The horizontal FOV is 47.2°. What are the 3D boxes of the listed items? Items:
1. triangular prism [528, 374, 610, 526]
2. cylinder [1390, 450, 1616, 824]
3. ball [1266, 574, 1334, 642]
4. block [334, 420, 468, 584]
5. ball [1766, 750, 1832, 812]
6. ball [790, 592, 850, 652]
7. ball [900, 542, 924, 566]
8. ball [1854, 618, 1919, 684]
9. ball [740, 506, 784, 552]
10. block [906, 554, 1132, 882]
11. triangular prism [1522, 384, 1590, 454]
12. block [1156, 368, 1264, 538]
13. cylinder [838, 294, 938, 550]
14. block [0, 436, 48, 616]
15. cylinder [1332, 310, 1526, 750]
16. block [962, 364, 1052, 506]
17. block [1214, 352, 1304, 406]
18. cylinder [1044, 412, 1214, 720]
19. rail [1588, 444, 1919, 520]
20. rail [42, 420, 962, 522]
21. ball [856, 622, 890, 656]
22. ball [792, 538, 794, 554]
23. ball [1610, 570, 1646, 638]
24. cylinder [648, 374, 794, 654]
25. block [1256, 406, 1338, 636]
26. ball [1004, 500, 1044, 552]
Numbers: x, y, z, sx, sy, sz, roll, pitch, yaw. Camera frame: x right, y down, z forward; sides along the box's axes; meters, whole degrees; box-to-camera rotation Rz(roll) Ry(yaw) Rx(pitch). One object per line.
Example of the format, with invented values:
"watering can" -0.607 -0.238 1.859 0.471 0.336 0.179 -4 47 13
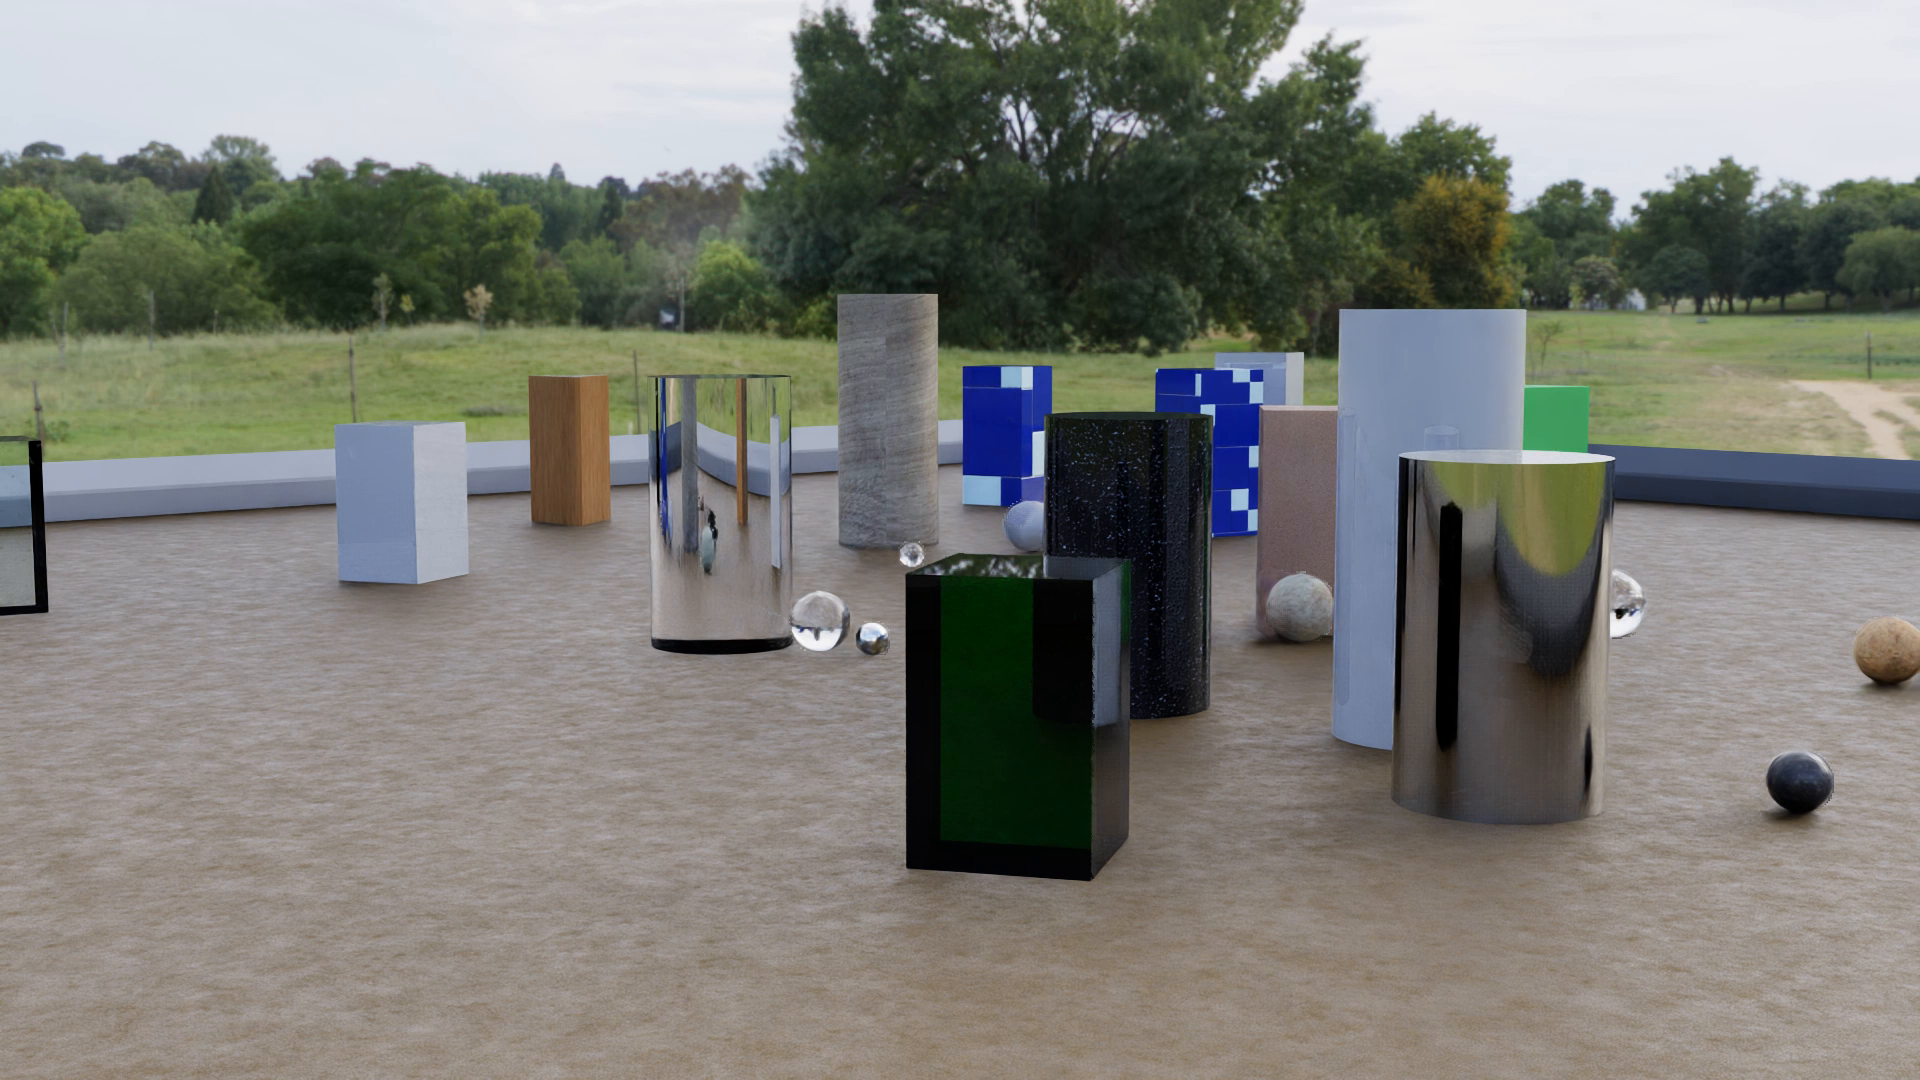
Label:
"triangular prism" -0.790 -0.191 4.591 0.163 0.303 0.141 5 8 42
"cylinder" 0.486 0.081 1.975 0.188 0.312 0.188 0 6 0
"ball" 0.454 0.090 2.934 0.091 0.091 0.091 0 6 0
"block" -0.921 -0.066 3.632 0.150 0.255 0.150 2 6 20
"ball" 0.743 0.213 1.946 0.055 0.055 0.055 0 6 0
"ball" -0.181 0.106 2.853 0.078 0.078 0.078 0 6 0
"ball" -0.083 0.025 3.785 0.042 0.042 0.042 0 6 0
"ball" 1.102 0.131 2.607 0.079 0.079 0.079 0 6 0
"ball" -0.362 -0.021 4.025 0.082 0.082 0.082 0 6 0
"block" 0.050 0.139 1.791 0.150 0.236 0.150 2 6 16
"triangular prism" 0.676 -0.021 2.772 0.163 0.347 0.141 -3 7 -25
"block" 0.490 -0.175 4.339 0.150 0.324 0.150 -4 7 -30
"cylinder" -0.135 -0.225 4.124 0.188 0.469 0.188 0 6 0
"block" -1.438 -0.021 3.228 0.150 0.252 0.150 -4 7 -33
"cylinder" 0.484 -0.016 2.275 0.188 0.442 0.188 0 6 0
"block" 0.108 -0.241 5.016 0.150 0.312 0.150 3 7 29
"block" 0.627 -0.218 4.616 0.150 0.350 0.150 2 7 22
"cylinder" 0.187 0.023 2.462 0.188 0.325 0.188 0 6 0
"rail" 1.722 -0.135 4.912 0.045 0.122 4.411 -6 8 -42
"rail" -1.480 -0.137 4.927 4.732 0.122 0.045 -6 8 -42
"ball" -0.112 0.127 2.816 0.043 0.043 0.043 0 6 0
"ball" -0.322 0.010 3.746 0.080 0.080 0.080 0 6 0
"ball" 0.879 0.087 2.969 0.091 0.091 0.091 0 6 0
"cylinder" -0.315 -0.038 2.902 0.188 0.354 0.188 0 6 0
"block" 0.492 -0.030 3.054 0.150 0.306 0.150 1 6 5
"ball" 0.128 -0.025 4.016 0.094 0.094 0.094 0 6 0
